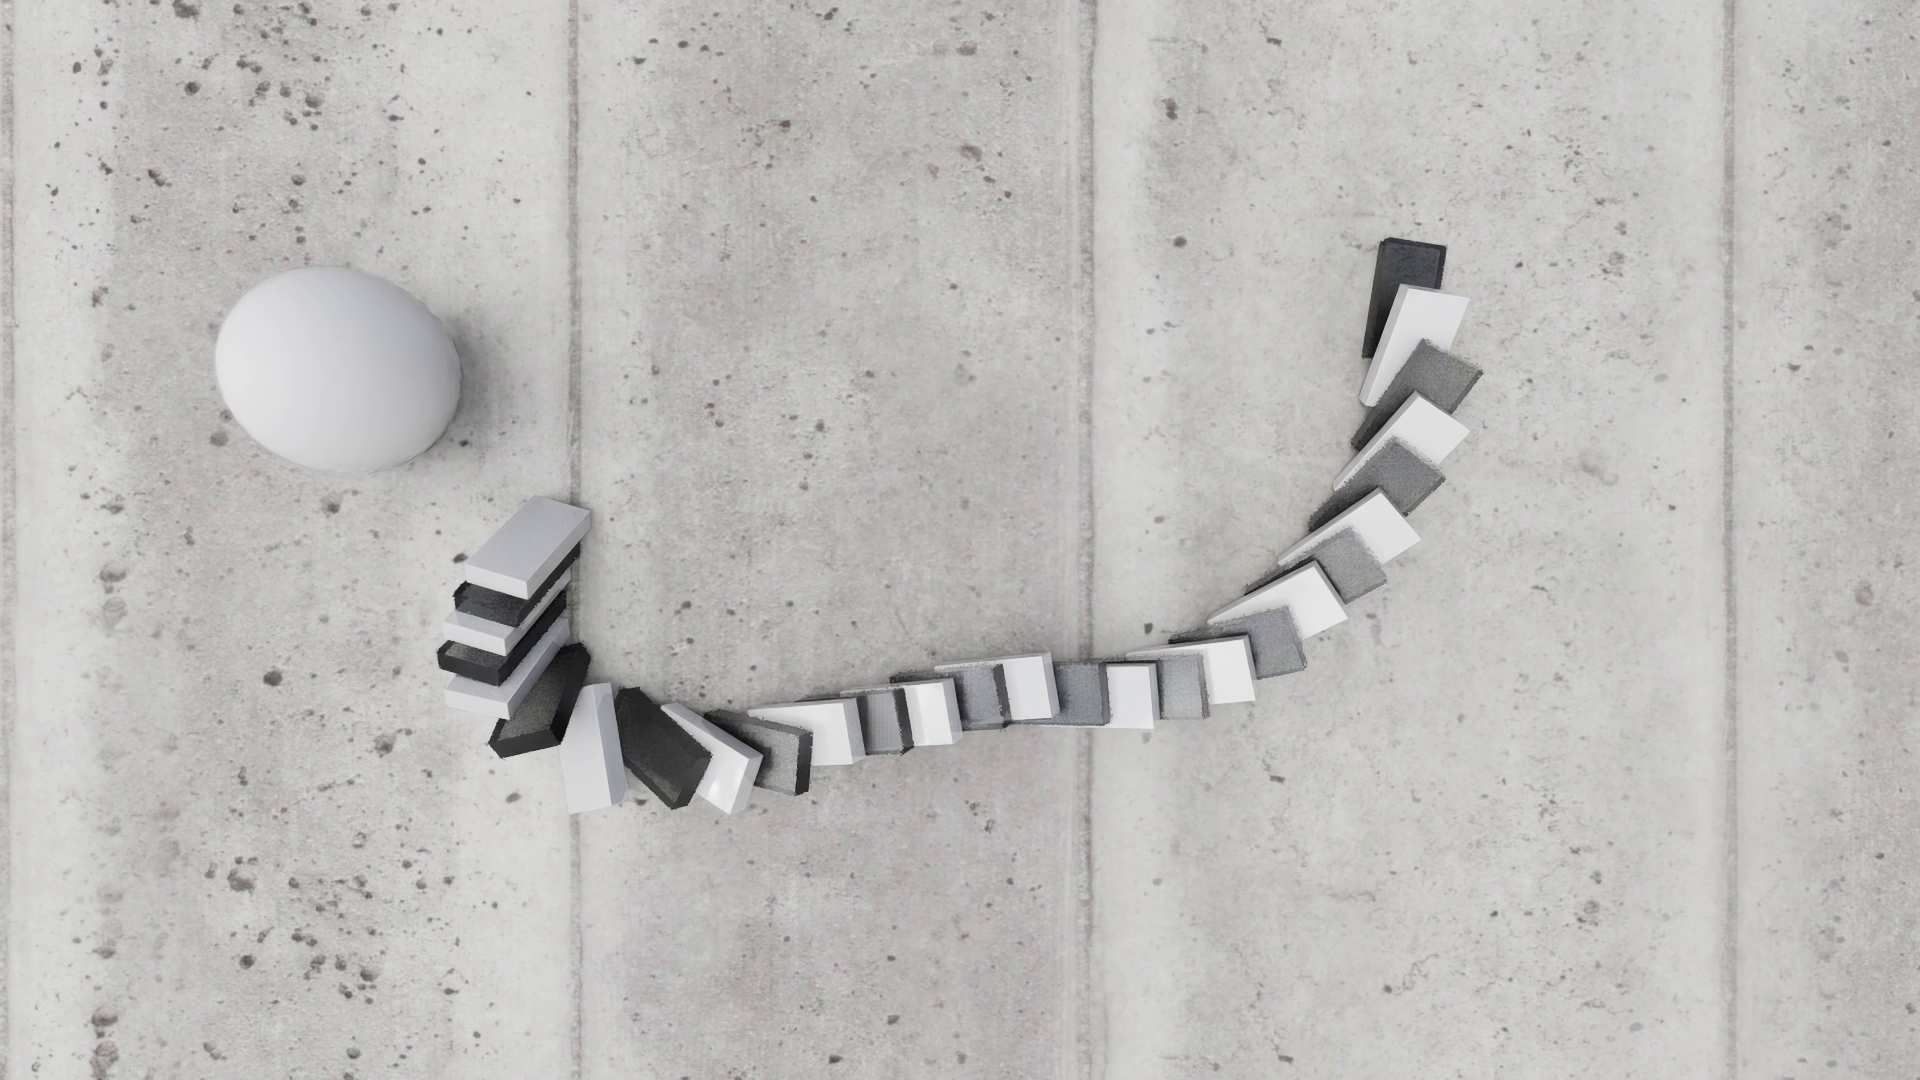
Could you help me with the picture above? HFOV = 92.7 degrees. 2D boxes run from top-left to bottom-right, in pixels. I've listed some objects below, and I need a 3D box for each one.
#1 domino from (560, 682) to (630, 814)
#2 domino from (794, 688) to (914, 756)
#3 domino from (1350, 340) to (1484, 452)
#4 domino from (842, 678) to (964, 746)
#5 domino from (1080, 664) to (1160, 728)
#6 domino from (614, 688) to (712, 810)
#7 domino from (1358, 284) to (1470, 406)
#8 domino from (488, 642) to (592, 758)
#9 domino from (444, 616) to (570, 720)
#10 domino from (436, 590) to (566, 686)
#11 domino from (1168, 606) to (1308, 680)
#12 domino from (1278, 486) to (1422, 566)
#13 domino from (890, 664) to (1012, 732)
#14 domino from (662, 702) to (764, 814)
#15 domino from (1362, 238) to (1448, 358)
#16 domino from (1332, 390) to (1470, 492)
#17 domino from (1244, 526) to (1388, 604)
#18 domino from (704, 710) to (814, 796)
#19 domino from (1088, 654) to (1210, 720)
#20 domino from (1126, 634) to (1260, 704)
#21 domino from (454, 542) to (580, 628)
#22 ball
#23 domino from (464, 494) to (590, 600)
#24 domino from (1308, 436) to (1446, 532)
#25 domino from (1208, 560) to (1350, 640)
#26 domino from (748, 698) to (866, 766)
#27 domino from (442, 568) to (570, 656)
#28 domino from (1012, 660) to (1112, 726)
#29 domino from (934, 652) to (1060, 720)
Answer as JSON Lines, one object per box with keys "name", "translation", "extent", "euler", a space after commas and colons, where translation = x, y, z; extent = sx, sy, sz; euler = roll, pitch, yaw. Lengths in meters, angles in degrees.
{"name": "domino", "translation": [-0.156, 0.088, 0.387], "extent": [0.025, 0.010, 0.050], "euler": [-17, 80, 25]}
{"name": "domino", "translation": [-0.045, 0.077, 0.384], "extent": [0.050, 0.010, 0.025], "euler": [-10, 90, 28]}
{"name": "domino", "translation": [0.190, -0.055, 0.384], "extent": [0.025, 0.009, 0.050], "euler": [26, 119, 0]}
{"name": "domino", "translation": [-0.025, 0.073, 0.384], "extent": [0.050, 0.010, 0.025], "euler": [-10, 90, 28]}
{"name": "domino", "translation": [0.057, 0.065, 0.384], "extent": [0.050, 0.009, 0.025], "euler": [-5, 90, 29]}
{"name": "domino", "translation": [-0.128, 0.086, 0.383], "extent": [0.050, 0.010, 0.025], "euler": [33, 102, 24]}
{"name": "domino", "translation": [0.190, -0.080, 0.384], "extent": [0.025, 0.010, 0.050], "euler": [9, 118, 0]}
{"name": "domino", "translation": [-0.171, 0.065, 0.376], "extent": [0.025, 0.050, 0.009], "euler": [-13, 125, 3]}
{"name": "domino", "translation": [-0.185, 0.050, 0.377], "extent": [0.025, 0.050, 0.009], "euler": [13, 127, 0]}
{"name": "domino", "translation": [-0.187, 0.036, 0.377], "extent": [0.025, 0.050, 0.009], "euler": [17, 127, 1]}
{"name": "domino", "translation": [0.116, 0.047, 0.384], "extent": [0.050, 0.010, 0.025], "euler": [-19, 90, 30]}
{"name": "domino", "translation": [0.162, 0.003, 0.384], "extent": [0.050, 0.010, 0.025], "euler": [-41, 90, 28]}
{"name": "domino", "translation": [-0.004, 0.067, 0.384], "extent": [0.050, 0.010, 0.025], "euler": [-10, 90, 28]}
{"name": "domino", "translation": [-0.108, 0.091, 0.384], "extent": [0.050, 0.009, 0.025], "euler": [23, 98, 25]}
{"name": "domino", "translation": [0.191, -0.103, 0.395], "extent": [0.025, 0.010, 0.050], "euler": [9, 90, 0]}
{"name": "domino", "translation": [0.184, -0.034, 0.384], "extent": [0.025, 0.009, 0.050], "euler": [34, 119, 0]}
{"name": "domino", "translation": [0.148, 0.019, 0.384], "extent": [0.050, 0.010, 0.025], "euler": [-37, 90, 29]}
{"name": "domino", "translation": [-0.086, 0.089, 0.384], "extent": [0.050, 0.010, 0.025], "euler": [6, 93, 27]}
{"name": "domino", "translation": [0.077, 0.062, 0.384], "extent": [0.050, 0.010, 0.025], "euler": [-6, 90, 29]}
{"name": "domino", "translation": [0.097, 0.056, 0.384], "extent": [0.050, 0.010, 0.025], "euler": [-12, 91, 29]}
{"name": "domino", "translation": [-0.181, 0.013, 0.377], "extent": [0.025, 0.050, 0.009], "euler": [16, 127, 0]}
{"name": "ball", "translation": [-0.241, -0.066, 0.360], "extent": [0.080, 0.080, 0.080], "euler": [0, 90, 0]}
{"name": "domino", "translation": [-0.177, 0.002, 0.377], "extent": [0.025, 0.050, 0.009], "euler": [16, 127, 0]}
{"name": "domino", "translation": [0.173, -0.016, 0.384], "extent": [0.025, 0.010, 0.050], "euler": [38, 119, 0]}
{"name": "domino", "translation": [0.133, 0.032, 0.384], "extent": [0.050, 0.010, 0.025], "euler": [-34, 90, 29]}
{"name": "domino", "translation": [-0.065, 0.081, 0.384], "extent": [0.050, 0.010, 0.025], "euler": [-9, 90, 28]}
{"name": "domino", "translation": [-0.185, 0.024, 0.377], "extent": [0.025, 0.050, 0.009], "euler": [16, 127, 0]}
{"name": "domino", "translation": [0.037, 0.064, 0.384], "extent": [0.050, 0.010, 0.025], "euler": [-5, 90, 29]}
{"name": "domino", "translation": [0.015, 0.062, 0.384], "extent": [0.050, 0.009, 0.025], "euler": [-10, 90, 28]}
